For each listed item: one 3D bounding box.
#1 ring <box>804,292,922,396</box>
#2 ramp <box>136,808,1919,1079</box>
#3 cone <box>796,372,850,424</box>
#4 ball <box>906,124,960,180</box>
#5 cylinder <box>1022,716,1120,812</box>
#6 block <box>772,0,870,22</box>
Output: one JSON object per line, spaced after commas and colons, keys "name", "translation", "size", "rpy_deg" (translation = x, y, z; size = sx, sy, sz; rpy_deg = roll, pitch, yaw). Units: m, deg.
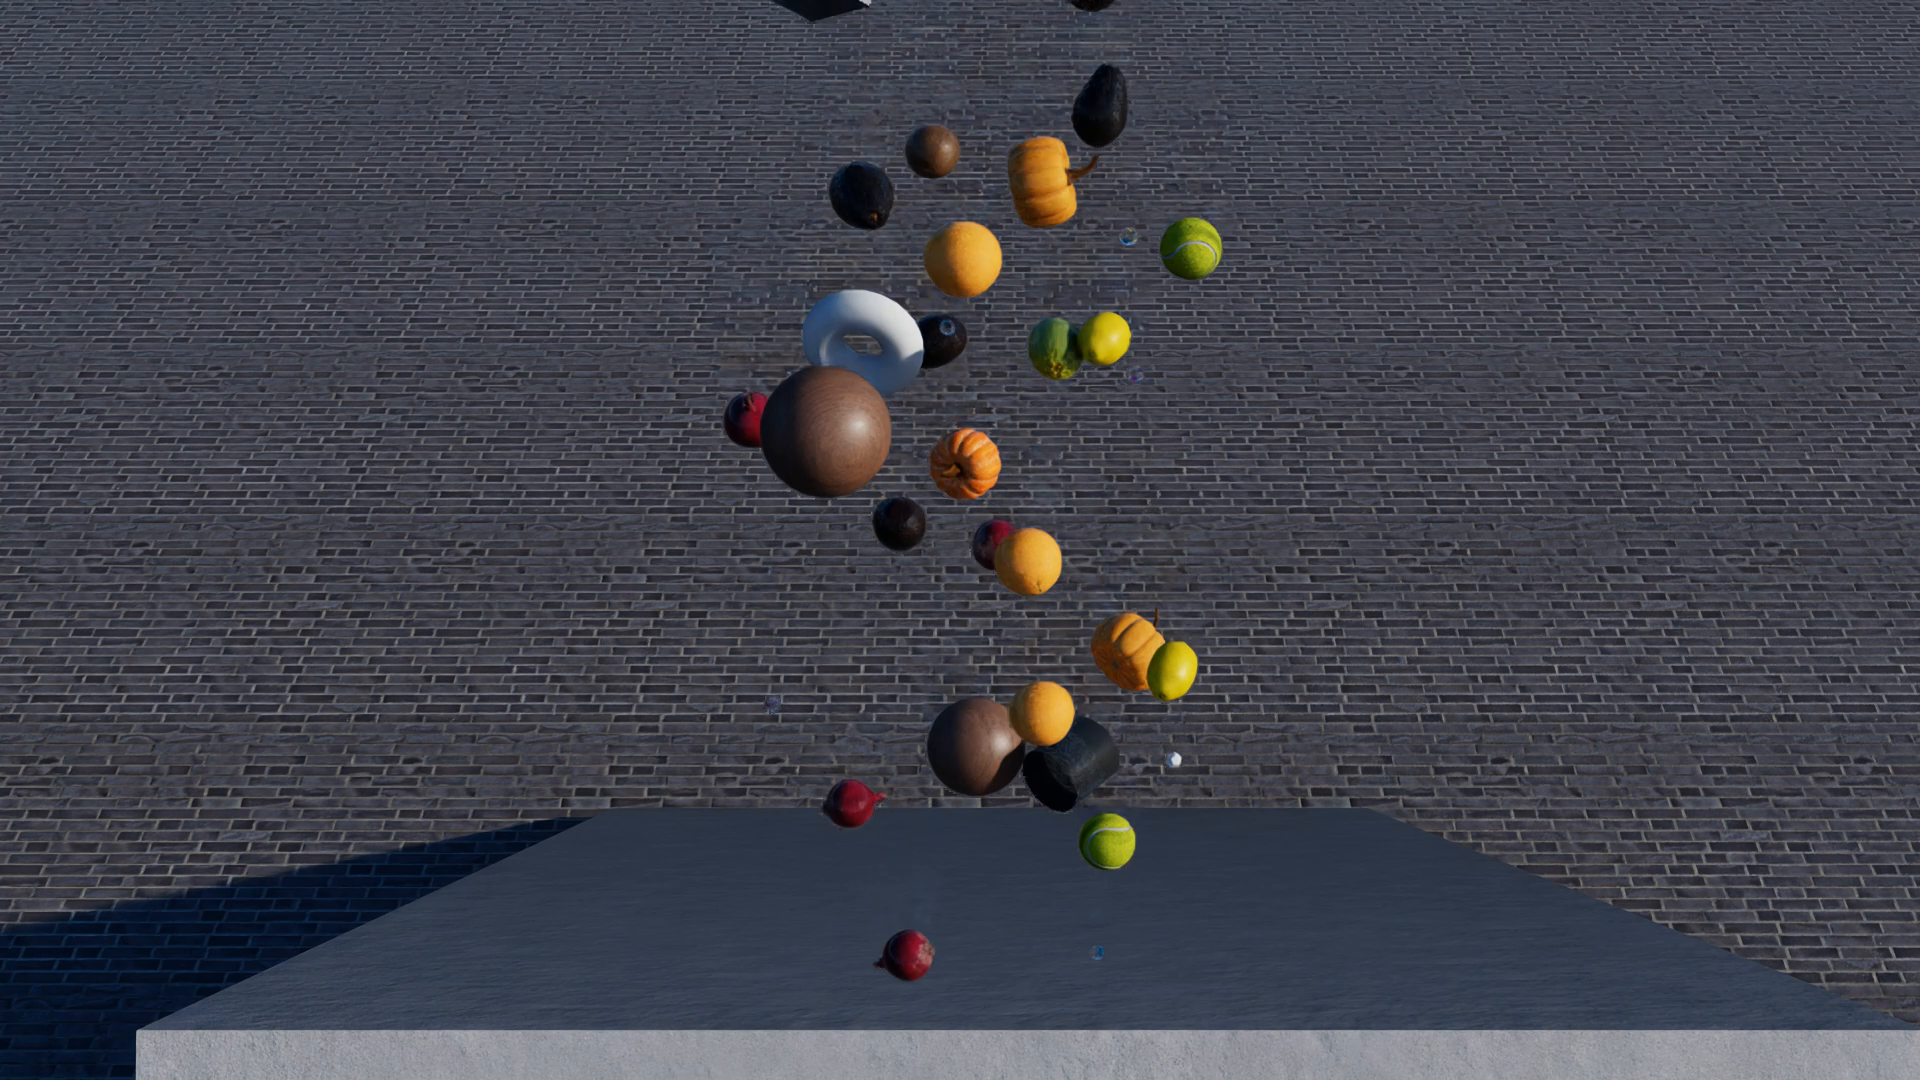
{"name": "ring", "translation": [-0.104, -0.210, 2.787], "size": [0.134, 0.134, 0.045], "rpy_deg": [10, 50, 14]}
{"name": "ramp", "translation": [0.080, 0.679, 4.900], "size": [2.000, 0.100, 4.000], "rpy_deg": [0, -2, 0]}
{"name": "cone", "translation": [-0.139, -0.153, 2.855], "size": [0.058, 0.058, 0.058], "rpy_deg": [-31, 27, -35]}
{"name": "ball", "translation": [-0.029, -0.410, 2.739], "size": [0.058, 0.058, 0.058], "rpy_deg": [0, 36, 0]}
{"name": "cylinder", "translation": [0.145, 0.292, 3.390], "size": [0.090, 0.090, 0.090], "rpy_deg": [27, 44, 32]}
{"name": "block", "translation": [-0.143, -0.580, 2.559], "size": [0.094, 0.094, 0.094], "rpy_deg": [21, -14, -38]}
